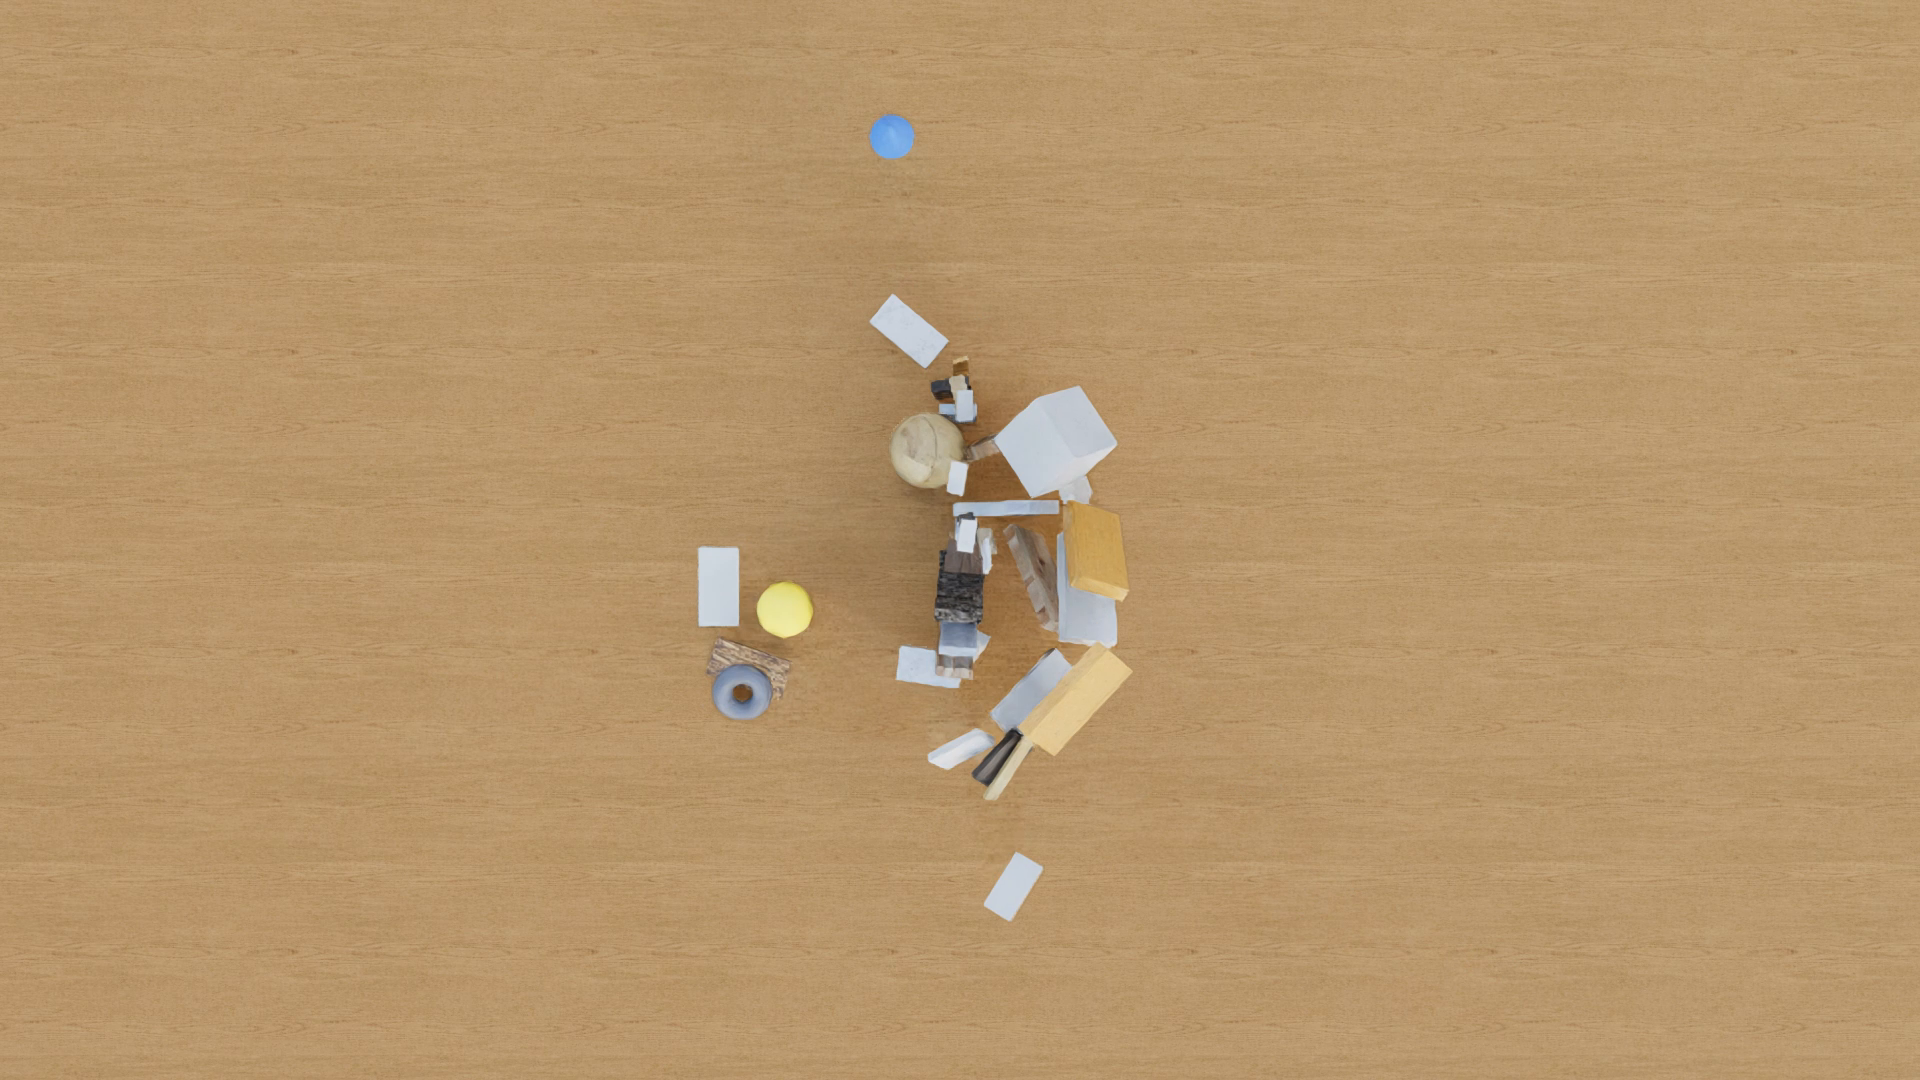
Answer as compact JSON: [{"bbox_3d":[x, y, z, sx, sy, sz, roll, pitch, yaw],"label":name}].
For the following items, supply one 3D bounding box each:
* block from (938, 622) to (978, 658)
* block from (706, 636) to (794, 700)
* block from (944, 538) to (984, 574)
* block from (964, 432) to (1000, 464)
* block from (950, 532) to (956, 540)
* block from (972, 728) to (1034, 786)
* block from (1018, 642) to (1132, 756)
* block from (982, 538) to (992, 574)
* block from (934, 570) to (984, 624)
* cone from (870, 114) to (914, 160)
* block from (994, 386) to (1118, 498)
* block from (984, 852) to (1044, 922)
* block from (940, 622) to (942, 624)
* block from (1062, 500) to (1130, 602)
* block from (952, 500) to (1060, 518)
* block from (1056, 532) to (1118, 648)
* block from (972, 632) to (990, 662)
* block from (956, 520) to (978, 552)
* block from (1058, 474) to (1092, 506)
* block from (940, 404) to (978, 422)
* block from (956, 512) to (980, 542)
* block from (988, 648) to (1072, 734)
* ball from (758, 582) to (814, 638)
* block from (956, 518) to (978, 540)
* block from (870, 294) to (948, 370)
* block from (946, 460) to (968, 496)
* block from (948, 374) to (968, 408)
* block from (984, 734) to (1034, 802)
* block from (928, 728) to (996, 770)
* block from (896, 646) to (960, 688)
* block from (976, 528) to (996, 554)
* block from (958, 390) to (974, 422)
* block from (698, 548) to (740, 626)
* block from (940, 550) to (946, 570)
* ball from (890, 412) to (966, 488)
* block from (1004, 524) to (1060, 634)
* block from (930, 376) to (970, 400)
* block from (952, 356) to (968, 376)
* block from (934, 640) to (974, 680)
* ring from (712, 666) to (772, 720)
[{"bbox_3d":[-0.003,0.276,5.109,0.113,0.244,0.032,4,121,0],"label":"block"},{"bbox_3d":[-0.700,0.427,5.481,0.262,0.037,0.131,19,90,0],"label":"block"},{"bbox_3d":[0.004,0.127,5.240,0.123,0.035,0.247,10,90,0],"label":"block"},{"bbox_3d":[0.094,-0.305,5.322,0.158,0.316,0.045,-28,96,-28],"label":"block"},{"bbox_3d":[0.003,0.011,5.434,0.068,0.137,0.019,-3,116,0],"label":"block"},{"bbox_3d":[0.129,0.659,4.946,0.185,0.026,0.093,-48,127,6],"label":"block"},{"bbox_3d":[0.342,0.470,4.878,0.347,0.174,0.049,-47,50,2],"label":"block"},{"bbox_3d":[0.078,0.048,4.831,0.013,0.047,0.094,3,57,-14],"label":"block"},{"bbox_3d":[-0.001,0.175,5.082,0.144,0.287,0.041,5,112,0],"label":"block"},{"bbox_3d":[-0.227,-1.344,5.426,0.147,0.147,0.147,0,90,0],"label":"cone"},{"bbox_3d":[0.288,-0.296,4.962,0.218,0.218,0.218,-43,75,41],"label":"block"},{"bbox_3d":[0.159,1.027,4.883,0.093,0.026,0.185,29,74,18],"label":"block"},{"bbox_3d":[-0.004,0.259,5.379,0.123,0.247,0.035,0,69,0],"label":"block"},{"bbox_3d":[0.413,0.029,5.055,0.174,0.347,0.049,16,129,-15],"label":"block"},{"bbox_3d":[0.147,-0.101,5.338,0.316,0.158,0.045,-1,90,40],"label":"block"},{"bbox_3d":[0.392,0.153,5.103,0.174,0.049,0.347,9,65,-22],"label":"block"},{"bbox_3d":[0.012,0.332,5.370,0.131,0.262,0.037,28,71,0],"label":"block"},{"bbox_3d":[0.020,-0.012,4.822,0.047,0.013,0.094,8,90,-8],"label":"block"},{"bbox_3d":[0.330,-0.245,5.270,0.045,0.158,0.316,-15,114,25],"label":"block"},{"bbox_3d":[-0.004,-0.413,5.378,0.122,0.243,0.034,1,88,0],"label":"block"},{"bbox_3d":[0.032,-0.036,4.951,0.049,0.014,0.097,-14,61,-25],"label":"block"},{"bbox_3d":[0.236,0.481,5.027,0.287,0.041,0.144,-46,100,-16],"label":"block"},{"bbox_3d":[-0.574,0.228,5.409,0.182,0.182,0.182,0,90,0],"label":"ball"},{"bbox_3d":[0.019,-0.005,5.360,0.068,0.019,0.137,3,83,-3],"label":"block"},{"bbox_3d":[-0.169,-0.692,5.483,0.243,0.034,0.122,40,90,0],"label":"block"},{"bbox_3d":[-0.007,-0.182,4.849,0.049,0.014,0.097,15,113,12],"label":"block"},{"bbox_3d":[-0.001,-0.473,5.247,0.049,0.014,0.099,-15,94,0],"label":"block"},{"bbox_3d":[0.150,0.679,4.939,0.047,0.013,0.242,20,107,-42],"label":"block"},{"bbox_3d":[0.005,0.626,4.942,0.185,0.093,0.026,-31,52,24],"label":"block"},{"bbox_3d":[-0.100,0.419,5.426,0.227,0.032,0.113,5,86,31],"label":"block"},{"bbox_3d":[0.077,0.002,4.909,0.049,0.014,0.097,1,47,-14],"label":"block"},{"bbox_3d":[0.017,-0.427,5.235,0.050,0.014,0.099,-1,107,-5],"label":"block"},{"bbox_3d":[-0.800,0.155,5.481,0.131,0.037,0.262,0,90,0],"label":"block"},{"bbox_3d":[-0.004,0.096,5.379,0.123,0.247,0.035,0,68,0],"label":"block"},{"bbox_3d":[-0.102,-0.284,5.260,0.241,0.241,0.241,0,90,0],"label":"ball"},{"bbox_3d":[0.260,0.127,5.214,0.144,0.412,0.041,20,126,-39],"label":"block"},{"bbox_3d":[-0.028,-0.495,5.377,0.122,0.243,0.034,-10,88,1],"label":"block"},{"bbox_3d":[0.002,-0.556,5.327,0.049,0.099,0.014,-19,67,-7],"label":"block"},{"bbox_3d":[-0.019,0.376,5.171,0.113,0.227,0.032,5,107,-4],"label":"block"},{"bbox_3d":[-0.715,0.502,5.422,0.197,0.066,0.197,-2,107,-5],"label":"ring"}]
